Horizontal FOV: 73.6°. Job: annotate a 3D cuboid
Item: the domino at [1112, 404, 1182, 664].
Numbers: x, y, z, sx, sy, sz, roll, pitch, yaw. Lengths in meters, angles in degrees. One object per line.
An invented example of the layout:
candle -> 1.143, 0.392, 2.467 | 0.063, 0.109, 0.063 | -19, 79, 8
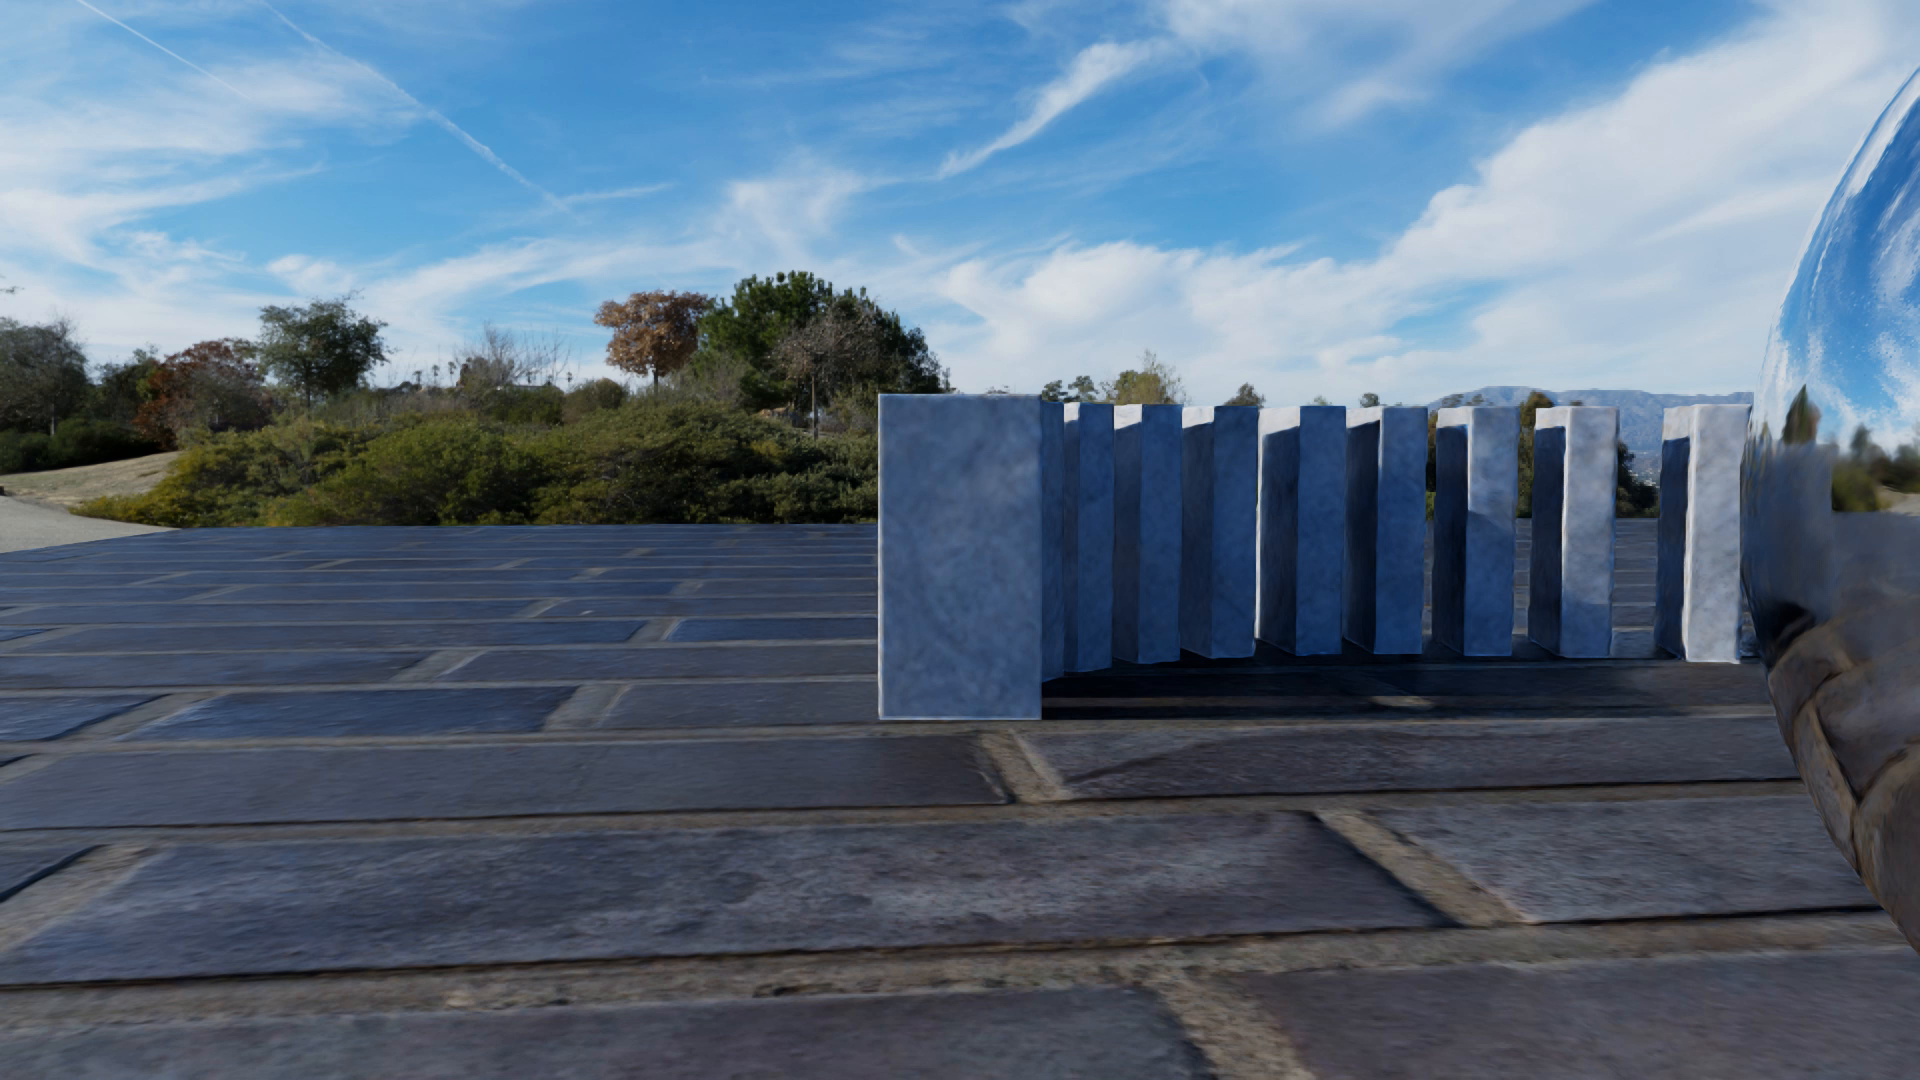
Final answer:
domino -> 0.034, -0.002, 0.259 | 0.009, 0.050, 0.025 | -2, 5, -25

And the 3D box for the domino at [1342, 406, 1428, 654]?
domino -> 0.089, -0.003, 0.270 | 0.010, 0.050, 0.025 | 0, 4, 2

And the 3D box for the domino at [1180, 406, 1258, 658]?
domino -> 0.051, -0.002, 0.266 | 0.009, 0.050, 0.025 | -1, 4, -16

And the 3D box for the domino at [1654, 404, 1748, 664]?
domino -> 0.150, -0.002, 0.260 | 0.010, 0.050, 0.025 | 1, 4, 16

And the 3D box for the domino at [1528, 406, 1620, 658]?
domino -> 0.127, -0.002, 0.266 | 0.010, 0.050, 0.025 | 1, 4, 10

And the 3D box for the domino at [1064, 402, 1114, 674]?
domino -> 0.017, -0.001, 0.249 | 0.010, 0.050, 0.025 | -4, 6, -40

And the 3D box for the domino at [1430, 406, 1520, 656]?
domino -> 0.107, -0.003, 0.269 | 0.009, 0.050, 0.025 | 0, 4, 6

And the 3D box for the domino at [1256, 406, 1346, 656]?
domino -> 0.071, -0.003, 0.270 | 0.009, 0.050, 0.025 | 0, 4, -6

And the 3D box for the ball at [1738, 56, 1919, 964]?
ball -> 0.080, -0.002, 0.055 | 0.080, 0.080, 0.080 | 0, 4, 0

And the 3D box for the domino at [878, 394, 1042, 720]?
domino -> 0.000, 0.002, 0.201 | 0.025, 0.050, 0.009 | 0, 4, 0

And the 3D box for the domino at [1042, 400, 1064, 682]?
domino -> 0.006, 0.000, 0.236 | 0.025, 0.050, 0.010 | 3, 5, 32
